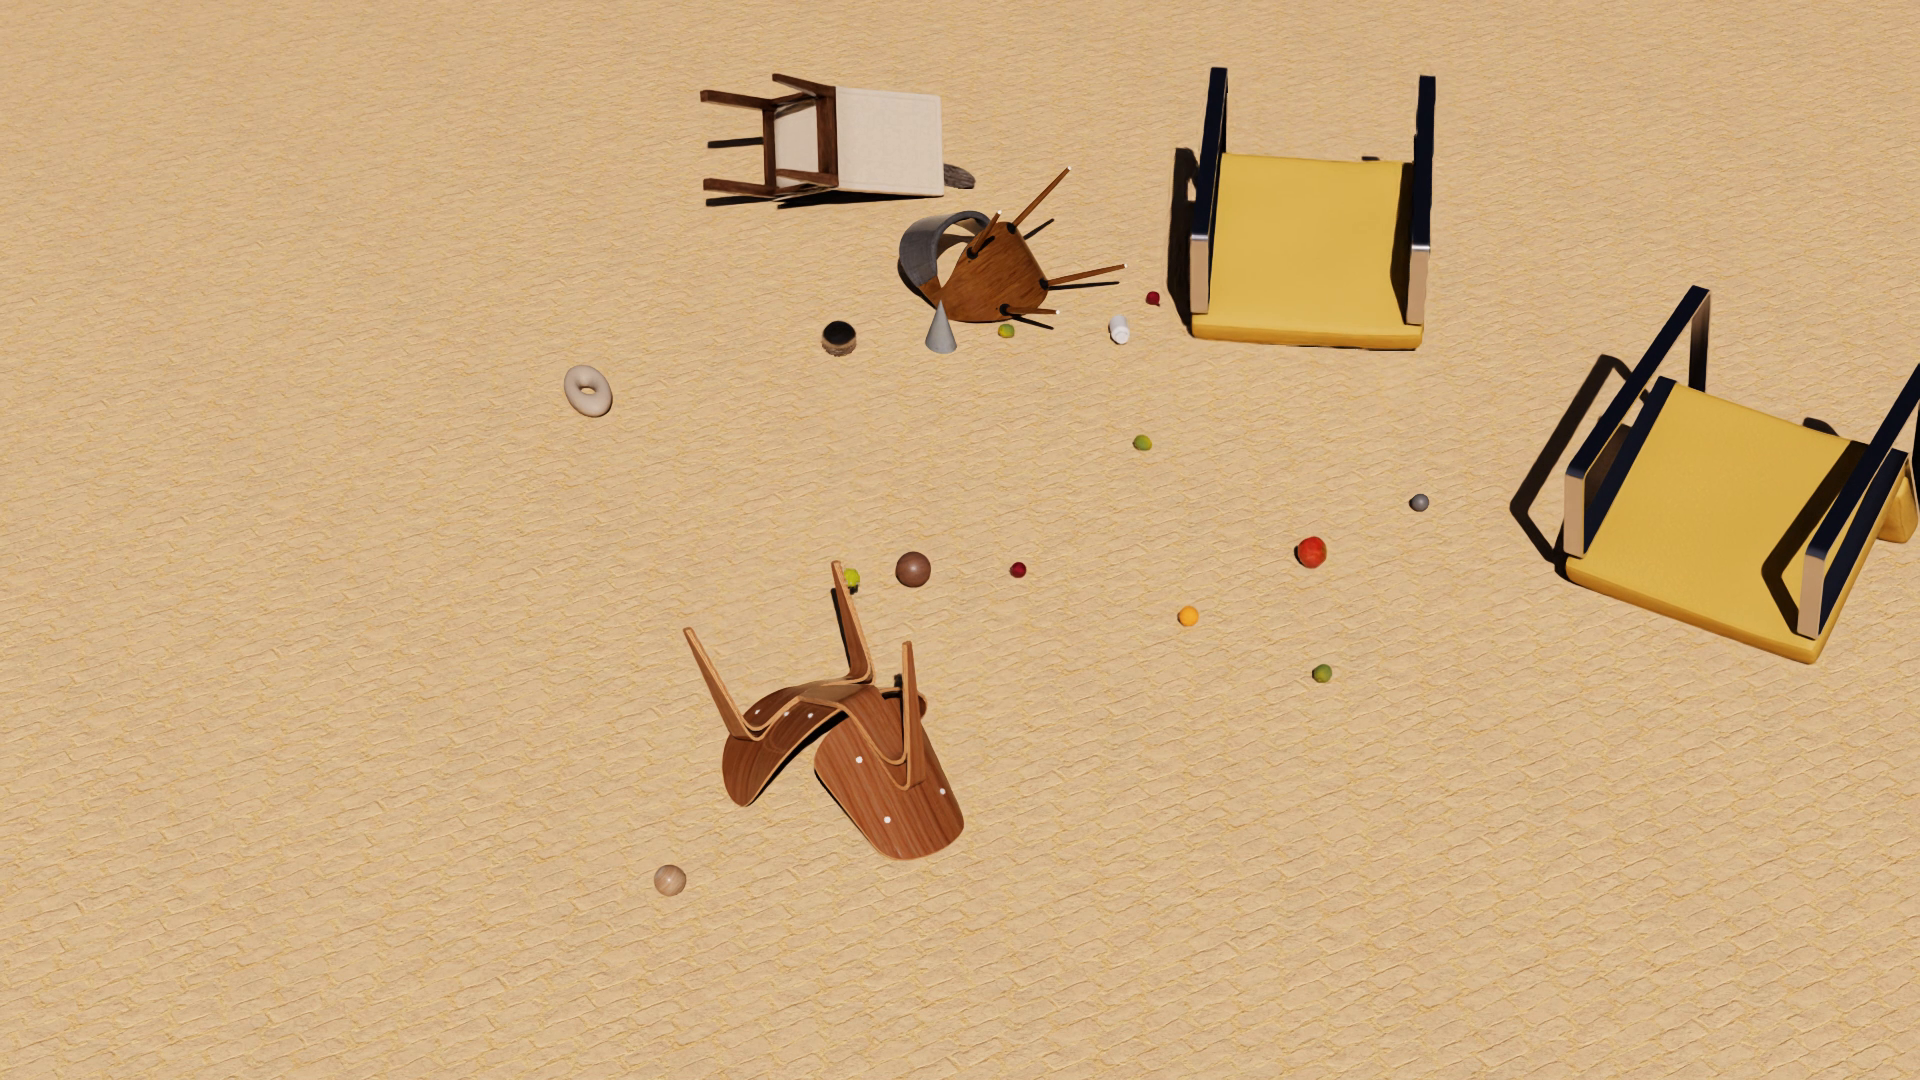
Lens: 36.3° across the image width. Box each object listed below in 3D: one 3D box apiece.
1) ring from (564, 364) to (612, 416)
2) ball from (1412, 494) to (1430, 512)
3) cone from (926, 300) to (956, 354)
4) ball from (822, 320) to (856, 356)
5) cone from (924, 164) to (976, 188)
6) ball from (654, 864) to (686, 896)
[{"bbox_3d":[-1.497,-0.601,11.786,0.180,0.079,0.360,-12,36,-15],"label":"ring"},{"bbox_3d":[1.742,-0.142,11.099,0.068,0.068,0.068,0,33,0],"label":"ball"},{"bbox_3d":[-0.079,-0.903,12.119,0.125,0.215,0.172,-14,36,-20],"label":"cone"},{"bbox_3d":[-0.498,-0.834,12.079,0.144,0.144,0.144,0,33,0],"label":"ball"},{"bbox_3d":[-0.017,-1.674,13.442,0.267,0.100,0.135,17,17,23],"label":"cone"},{"bbox_3d":[-0.915,1.071,9.229,0.100,0.100,0.100,0,33,0],"label":"ball"}]
